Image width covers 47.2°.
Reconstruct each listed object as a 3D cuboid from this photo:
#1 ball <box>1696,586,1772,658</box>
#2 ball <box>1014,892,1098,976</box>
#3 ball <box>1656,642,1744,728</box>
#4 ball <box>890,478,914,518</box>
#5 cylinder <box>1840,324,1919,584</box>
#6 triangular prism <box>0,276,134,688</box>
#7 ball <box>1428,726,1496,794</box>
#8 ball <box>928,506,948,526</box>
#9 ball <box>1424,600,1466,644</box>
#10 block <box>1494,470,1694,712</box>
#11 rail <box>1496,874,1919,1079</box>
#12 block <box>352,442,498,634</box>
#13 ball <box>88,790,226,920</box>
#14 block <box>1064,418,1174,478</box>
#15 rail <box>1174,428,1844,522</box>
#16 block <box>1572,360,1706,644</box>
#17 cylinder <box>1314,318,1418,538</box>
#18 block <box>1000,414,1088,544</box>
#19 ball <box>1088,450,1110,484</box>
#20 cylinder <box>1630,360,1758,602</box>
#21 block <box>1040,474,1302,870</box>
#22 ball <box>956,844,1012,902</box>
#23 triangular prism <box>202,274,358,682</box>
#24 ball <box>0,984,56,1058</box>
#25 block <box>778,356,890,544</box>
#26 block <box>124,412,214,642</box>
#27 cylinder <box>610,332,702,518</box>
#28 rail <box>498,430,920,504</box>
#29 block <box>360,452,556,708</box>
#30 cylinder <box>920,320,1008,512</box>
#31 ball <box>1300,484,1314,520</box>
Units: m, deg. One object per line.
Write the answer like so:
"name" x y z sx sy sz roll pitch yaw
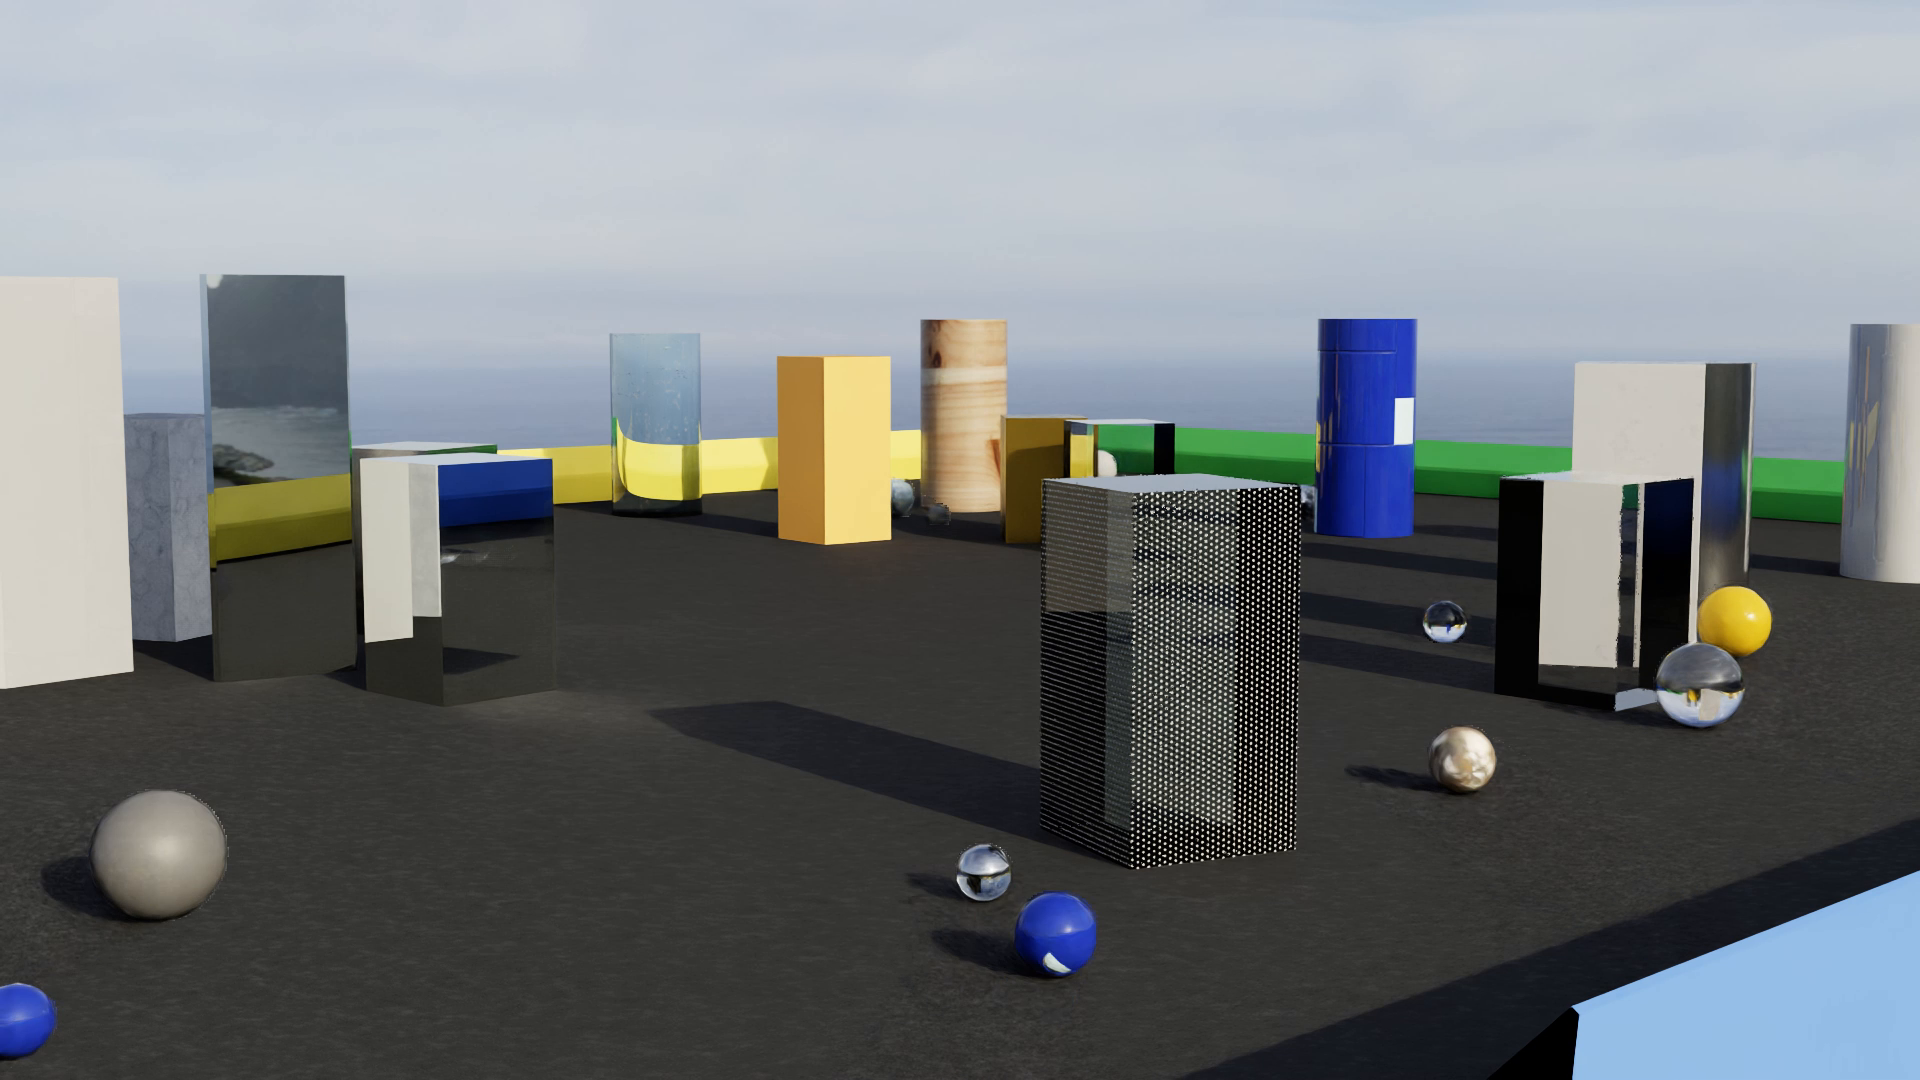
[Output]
"ball" 0.987 0.104 2.804 0.091 0.091 0.091 0 6 0
"ball" 0.064 0.264 1.474 0.056 0.056 0.056 0 6 0
"ball" 0.790 0.155 2.349 0.091 0.091 0.091 0 6 0
"ball" -0.142 -0.090 4.716 0.087 0.087 0.087 0 6 0
"cylinder" 1.581 -0.149 3.669 0.196 0.421 0.196 0 6 0
"triangular prism" -1.134 -0.077 2.681 0.147 0.483 0.170 5 8 39
"ball" 0.464 0.203 2.033 0.061 0.061 0.061 0 6 0
"ball" -0.046 -0.051 4.553 0.042 0.042 0.042 0 6 0
"ball" 0.650 0.110 2.948 0.057 0.057 0.057 0 6 0
"block" 0.732 0.054 2.543 0.157 0.253 0.157 -6 8 -43
"rail" 1.279 0.177 1.953 4.438 0.127 0.045 -5 8 -42
"block" -0.755 -0.003 3.068 0.157 0.257 0.157 3 7 24
"ball" -0.587 0.231 1.610 0.095 0.095 0.095 0 6 0
"block" 0.290 -0.097 4.033 0.157 0.241 0.157 -2 6 -17
"rail" 1.613 -0.122 4.812 0.045 0.127 3.819 -5 8 -42
"block" 0.876 -0.041 2.850 0.157 0.377 0.157 2 6 18
"cylinder" 0.809 -0.227 4.385 0.196 0.427 0.196 0 6 0
"block" 0.162 -0.122 4.283 0.157 0.239 0.157 0 6 -3
"ball" 0.341 -0.190 5.667 0.087 0.087 0.087 0 6 0
"cylinder" 1.139 -0.097 3.447 0.196 0.364 0.196 0 6 0
"block" 0.173 0.102 1.843 0.157 0.302 0.157 -3 7 -25
"ball" 0.018 0.252 1.662 0.042 0.042 0.042 0 6 0
"triangular prism" -0.857 -0.082 2.718 0.170 0.486 0.147 -4 7 -31
"ball" -0.564 0.287 1.314 0.044 0.044 0.044 0 6 0
"block" -0.245 -0.179 4.274 0.157 0.355 0.157 -5 8 -39
"block" -1.104 -0.022 3.043 0.157 0.299 0.157 2 6 19
"cylinder" -0.663 -0.253 4.796 0.196 0.394 0.196 0 6 0
"rail" -1.279 -0.111 4.710 4.438 0.127 0.045 -5 8 -42
"block" -0.585 0.041 2.568 0.157 0.273 0.157 5 8 42
"cylinder" 0.009 -0.282 4.934 0.196 0.423 0.196 0 6 0
"ball" 0.735 -0.080 4.672 0.076 0.076 0.076 0 6 0
